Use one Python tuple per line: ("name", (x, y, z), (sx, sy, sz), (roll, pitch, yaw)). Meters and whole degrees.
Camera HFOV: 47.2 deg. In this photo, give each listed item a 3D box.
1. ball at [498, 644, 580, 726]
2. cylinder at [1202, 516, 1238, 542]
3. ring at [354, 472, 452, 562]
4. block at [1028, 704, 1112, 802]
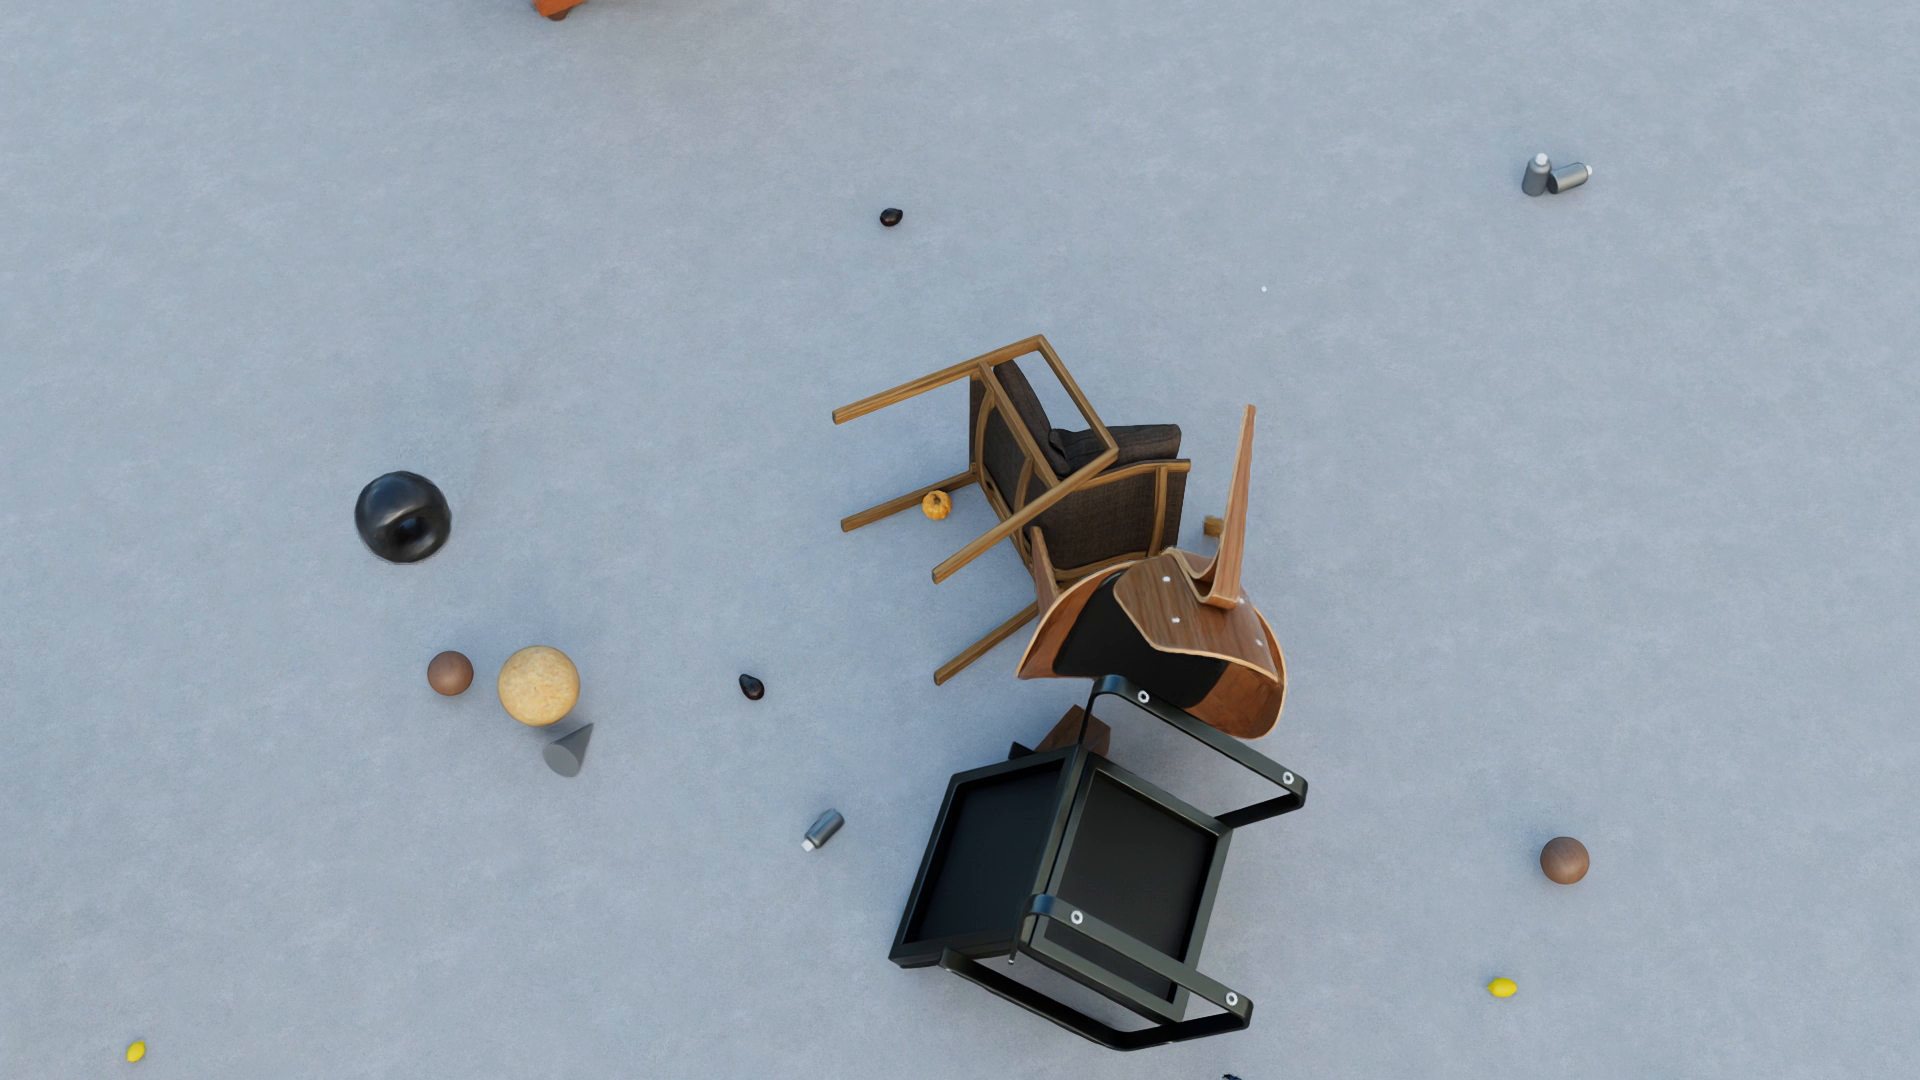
("ball", (-1.179, 0.408, 6.162), (0.228, 0.228, 0.228), (0, 56, 0))
("cylinder", (0.774, -0.034, 6.548), (0.093, 0.082, 0.043), (29, 85, -1))
("ring", (-1.629, -0.066, 6.439), (0.265, 0.311, 0.169), (-36, 61, -2))
("block", (0.304, 0.591, 6.094), (0.124, 0.138, 0.206), (33, 62, 20))
